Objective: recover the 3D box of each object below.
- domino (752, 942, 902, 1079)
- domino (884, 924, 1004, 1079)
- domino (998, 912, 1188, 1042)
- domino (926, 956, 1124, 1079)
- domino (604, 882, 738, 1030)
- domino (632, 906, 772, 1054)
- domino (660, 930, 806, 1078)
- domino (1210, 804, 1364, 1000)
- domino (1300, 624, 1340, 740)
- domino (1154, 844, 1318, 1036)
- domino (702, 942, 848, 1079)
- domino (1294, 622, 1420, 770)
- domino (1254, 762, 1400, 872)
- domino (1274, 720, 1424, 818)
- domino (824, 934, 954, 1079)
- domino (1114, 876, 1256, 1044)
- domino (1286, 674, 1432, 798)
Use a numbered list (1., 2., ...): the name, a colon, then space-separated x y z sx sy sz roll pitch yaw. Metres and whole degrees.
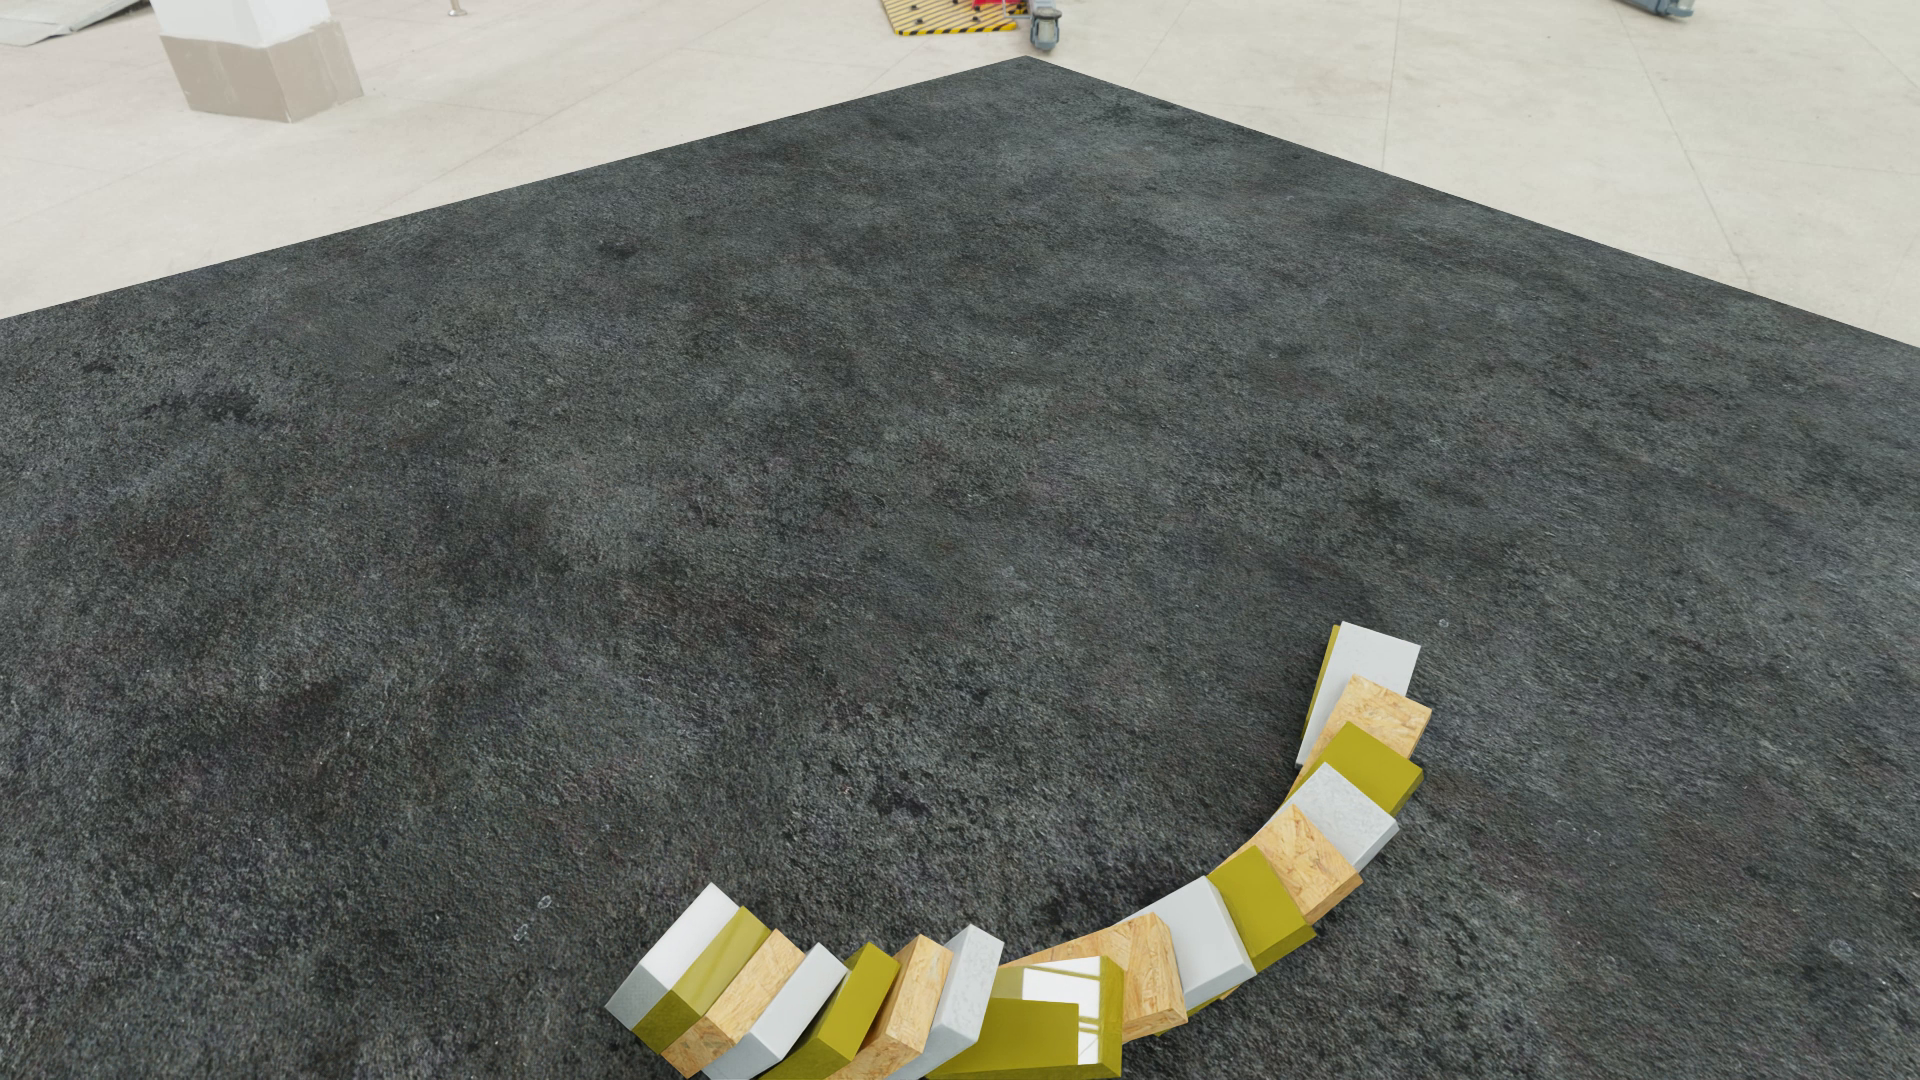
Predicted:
1. domino: -0.033 0.119 0.268 0.009 0.050 0.025 36 45 -2
2. domino: -0.008 0.117 0.270 0.009 0.050 0.025 31 42 -7
3. domino: 0.031 0.116 0.281 0.050 0.010 0.025 -27 37 19
4. domino: 0.016 0.120 0.274 0.050 0.009 0.025 -19 40 28
5. domino: -0.074 0.107 0.282 0.009 0.050 0.025 41 49 3
6. domino: -0.066 0.111 0.277 0.009 0.050 0.025 41 49 3
7. domino: -0.057 0.115 0.272 0.009 0.050 0.025 41 49 3
8. domino: 0.082 0.099 0.303 0.050 0.010 0.025 -40 47 1
9. domino: 0.136 0.052 0.380 0.025 0.010 0.050 17 42 19
10. domino: 0.066 0.107 0.293 0.050 0.010 0.025 -36 42 8
11. domino: -0.046 0.118 0.269 0.009 0.050 0.025 41 49 3
12. domino: 0.129 0.054 0.357 0.025 0.009 0.050 18 73 20
13. domino: 0.097 0.091 0.313 0.050 0.010 0.025 -45 50 -3
14. domino: 0.111 0.081 0.326 0.025 0.009 0.050 36 81 35
15. domino: -0.020 0.118 0.268 0.009 0.050 0.025 32 42 -6
16. domino: 0.049 0.112 0.287 0.050 0.010 0.025 -33 40 12
17. domino: 0.122 0.069 0.340 0.025 0.009 0.050 26 76 28
